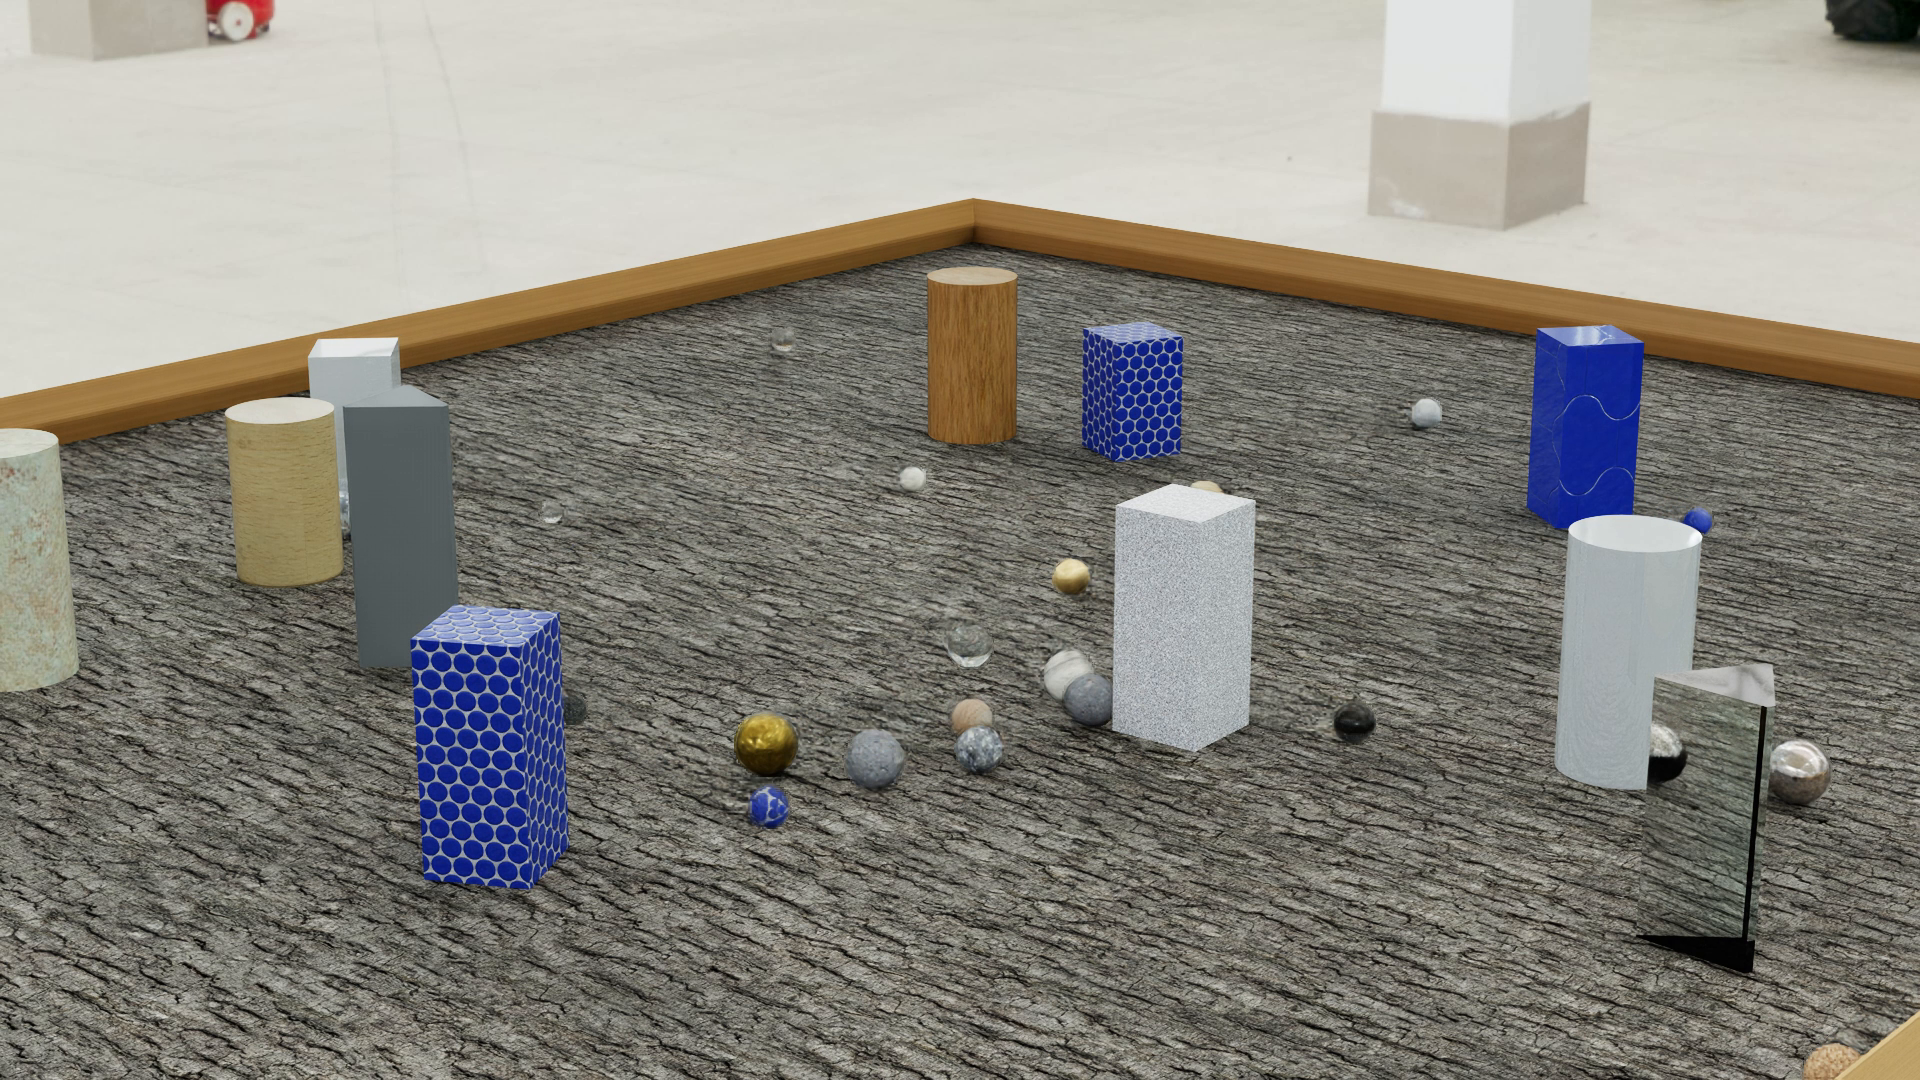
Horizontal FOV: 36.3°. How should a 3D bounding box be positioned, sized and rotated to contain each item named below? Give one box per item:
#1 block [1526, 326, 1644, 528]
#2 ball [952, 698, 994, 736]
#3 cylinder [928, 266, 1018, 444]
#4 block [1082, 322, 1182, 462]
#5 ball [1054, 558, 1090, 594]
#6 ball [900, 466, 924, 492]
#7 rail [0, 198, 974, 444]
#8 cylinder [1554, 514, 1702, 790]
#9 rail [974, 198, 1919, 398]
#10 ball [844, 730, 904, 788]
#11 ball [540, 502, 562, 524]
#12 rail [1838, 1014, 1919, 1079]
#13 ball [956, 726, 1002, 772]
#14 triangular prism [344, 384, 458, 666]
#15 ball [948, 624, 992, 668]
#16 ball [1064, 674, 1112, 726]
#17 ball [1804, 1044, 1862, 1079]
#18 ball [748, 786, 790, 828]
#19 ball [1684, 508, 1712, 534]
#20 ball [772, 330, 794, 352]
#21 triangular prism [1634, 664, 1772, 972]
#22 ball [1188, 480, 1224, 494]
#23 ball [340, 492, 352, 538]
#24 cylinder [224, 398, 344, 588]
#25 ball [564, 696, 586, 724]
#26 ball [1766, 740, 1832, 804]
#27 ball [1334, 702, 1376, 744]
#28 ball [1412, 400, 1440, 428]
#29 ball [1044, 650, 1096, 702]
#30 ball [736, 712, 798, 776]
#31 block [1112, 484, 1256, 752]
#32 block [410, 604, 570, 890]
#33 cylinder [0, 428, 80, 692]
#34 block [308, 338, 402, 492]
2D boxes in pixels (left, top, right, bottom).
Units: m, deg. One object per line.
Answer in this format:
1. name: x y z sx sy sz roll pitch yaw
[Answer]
1. block: 1.180 -0.215 5.540 0.150 0.351 0.150 -3 17 -11
2. ball: 0.019 0.270 4.436 0.061 0.061 0.061 0 17 0
3. cylinder: 0.026 -0.387 6.136 0.188 0.337 0.188 0 17 0
4. block: 0.353 -0.306 6.022 0.150 0.247 0.150 -8 18 -24
5. ball: 0.195 0.065 5.114 0.063 0.063 0.063 0 17 0
6. ball: -0.094 -0.120 5.749 0.048 0.048 0.048 0 17 0
7. rail: -1.542 -0.357 6.402 0.045 0.122 4.869 14 22 39
8. cylinder: 0.973 0.162 4.279 0.188 0.359 0.188 0 17 0
9. rail: 1.581 -0.496 6.863 4.132 0.122 0.045 14 22 39
10. ball: -0.124 0.317 4.241 0.085 0.085 0.085 0 17 0
11. ball: -0.771 -0.052 5.537 0.041 0.041 0.041 0 17 0
12. rail: 1.542 0.418 3.839 0.045 0.122 4.869 14 22 39
13. ball: 0.029 0.306 4.307 0.067 0.067 0.067 0 17 0
14. triangular prism: -0.896 -0.024 4.765 0.163 0.435 0.141 -1 17 -2
15. ball: 0.017 0.172 4.746 0.071 0.071 0.071 0 17 0
16. ball: 0.199 0.245 4.490 0.079 0.079 0.079 0 17 0
17. ball: 0.989 0.605 3.311 0.072 0.072 0.072 0 17 0
18. ball: -0.267 0.373 4.104 0.058 0.058 0.058 0 17 0
19. ball: 1.376 -0.036 5.466 0.051 0.051 0.051 0 17 0
20. ball: -0.416 -0.468 6.897 0.051 0.051 0.051 0 17 0
21. triangular prism: 0.973 0.340 3.703 0.163 0.353 0.141 16 23 42
22. ball: 0.460 -0.071 5.531 0.082 0.082 0.082 0 17 0
23. ball: -1.153 -0.046 5.436 0.089 0.089 0.089 0 17 0
24. cylinder: -1.197 -0.085 5.204 0.188 0.298 0.188 0 17 0
25. ball: -0.595 0.261 4.496 0.045 0.045 0.045 0 17 0
26. ball: 1.196 0.331 4.184 0.092 0.092 0.092 0 17 0
27. ball: 0.594 0.275 4.417 0.063 0.063 0.063 0 17 0
28. ball: 0.988 -0.268 6.217 0.062 0.062 0.062 0 17 0
29. ball: 0.171 0.214 4.588 0.082 0.082 0.082 0 17 0
30. ball: -0.282 0.299 4.291 0.091 0.091 0.091 0 17 0
31. block: 0.338 0.115 4.437 0.150 0.357 0.150 13 21 36
32. block: -0.628 0.276 3.936 0.150 0.340 0.150 4 17 12
33. cylinder: -1.519 0.031 4.676 0.188 0.381 0.188 0 17 0
34. block: -1.131 -0.199 5.518 0.150 0.334 0.150 -1 17 -5
